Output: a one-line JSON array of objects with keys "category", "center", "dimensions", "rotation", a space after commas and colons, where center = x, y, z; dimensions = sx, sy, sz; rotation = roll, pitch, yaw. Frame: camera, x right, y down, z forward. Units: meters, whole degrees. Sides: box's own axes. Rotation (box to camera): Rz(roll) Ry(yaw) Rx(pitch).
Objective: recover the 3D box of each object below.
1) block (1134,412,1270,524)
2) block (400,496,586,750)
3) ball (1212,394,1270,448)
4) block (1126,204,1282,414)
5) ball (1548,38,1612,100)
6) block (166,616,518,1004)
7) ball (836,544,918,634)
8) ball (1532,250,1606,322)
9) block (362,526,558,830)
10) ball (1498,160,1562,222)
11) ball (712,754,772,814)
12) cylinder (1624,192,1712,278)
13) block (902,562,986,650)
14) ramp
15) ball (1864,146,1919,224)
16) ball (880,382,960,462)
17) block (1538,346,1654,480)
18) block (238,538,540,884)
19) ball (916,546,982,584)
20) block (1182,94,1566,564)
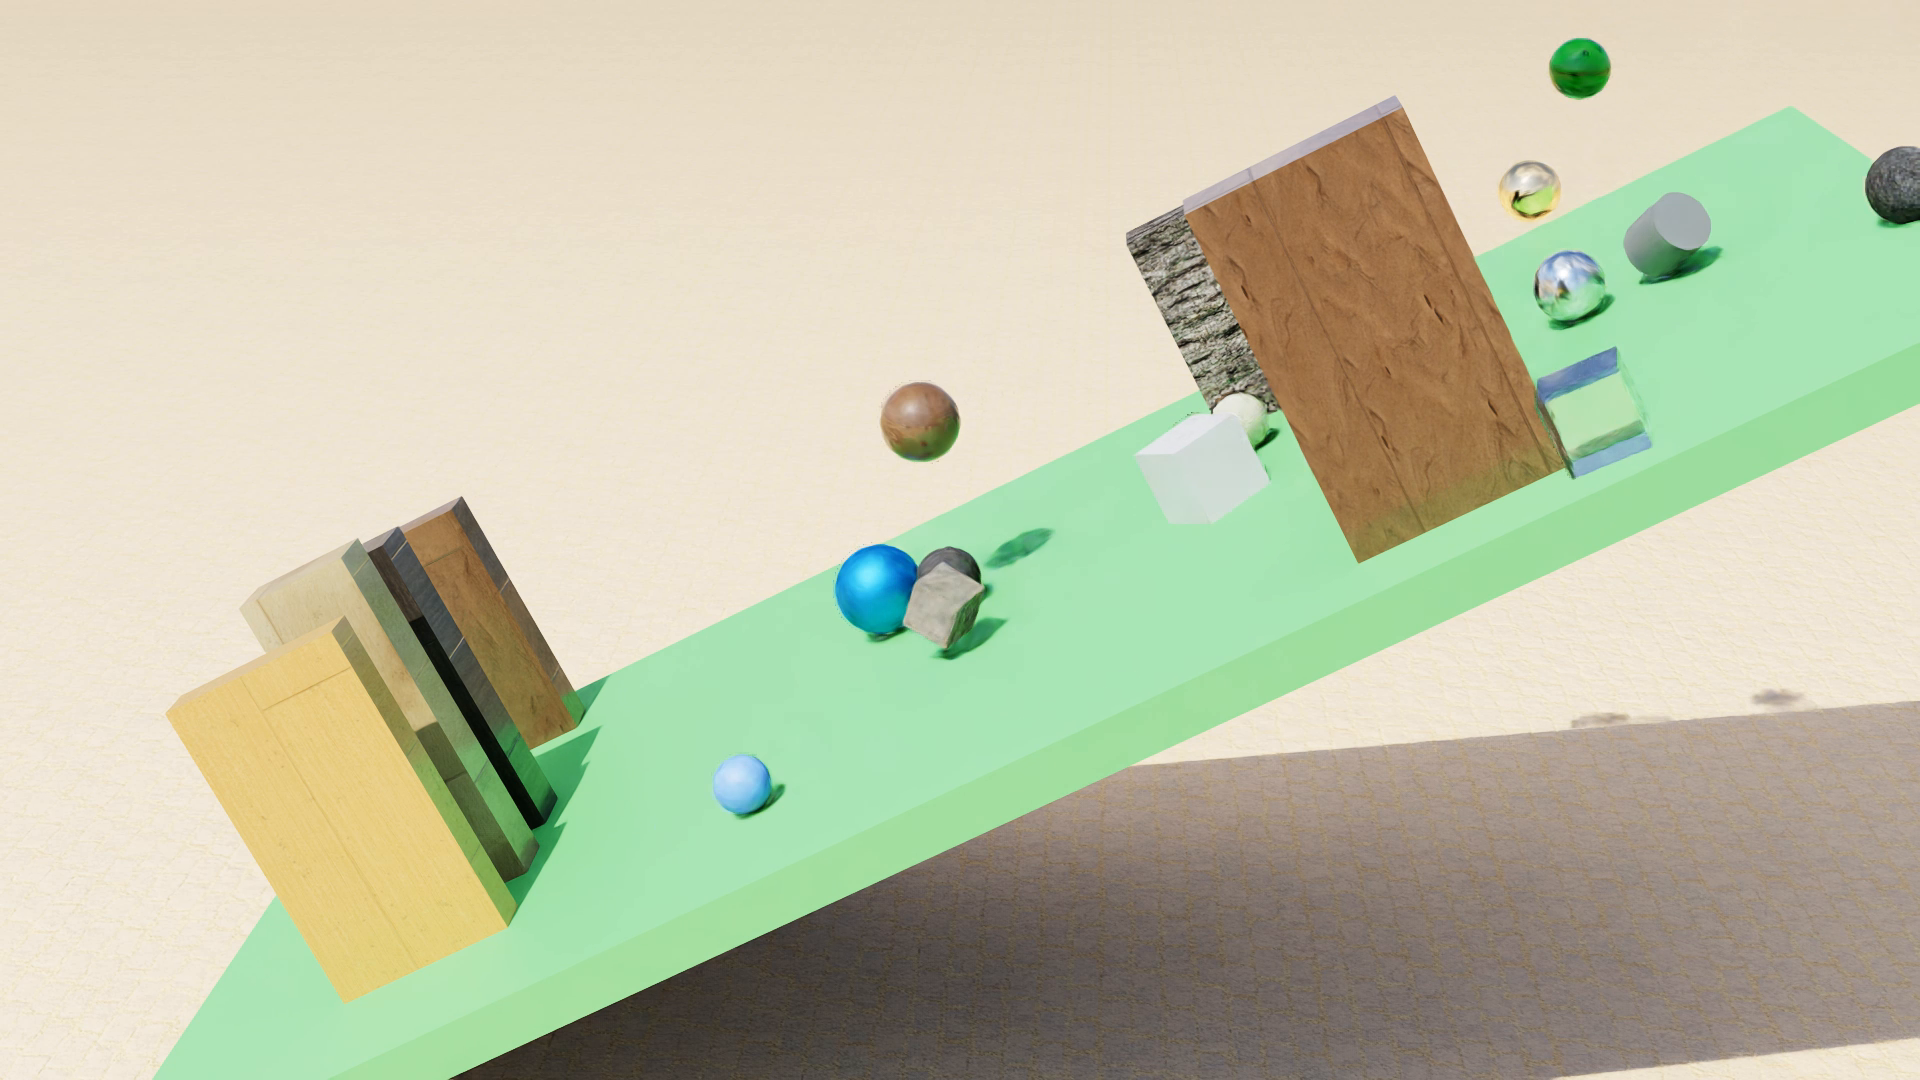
[{"category": "block", "center": [0.506, -0.149, 6.149], "dimensions": [0.169, 0.169, 0.169], "rotation": [-34, 15, -23]}, {"category": "block", "center": [-1.188, 0.235, 7.104], "dimensions": [0.290, 0.612, 0.120], "rotation": [-26, 14, 10]}, {"category": "ball", "center": [0.611, -0.256, 6.422], "dimensions": [0.129, 0.129, 0.129], "rotation": [0, 17, 0]}, {"category": "block", "center": [0.632, -0.535, 6.621], "dimensions": [0.332, 0.493, 0.139], "rotation": [-26, 14, 10]}, {"category": "ball", "center": [1.288, -0.979, 6.113], "dimensions": [0.127, 0.127, 0.127], "rotation": [0, 17, 0]}, {"category": "block", "center": [-1.232, 0.544, 5.886], "dimensions": [0.385, 0.697, 0.105], "rotation": [-26, 14, 10]}, {"category": "ball", "center": [-0.177, 0.108, 6.482], "dimensions": [0.197, 0.197, 0.197], "rotation": [0, 17, 0]}, {"category": "ball", "center": [1.263, -0.527, 6.097], "dimensions": [0.149, 0.149, 0.149], "rotation": [0, 17, 0]}, {"category": "block", "center": [-1.175, 0.346, 6.460], "dimensions": [0.241, 0.712, 0.148], "rotation": [-26, 14, 10]}, {"category": "ball", "center": [1.362, -0.833, 7.029], "dimensions": [0.148, 0.148, 0.148], "rotation": [0, 17, 0]}, {"category": "ball", "center": [-0.428, 0.481, 5.784], "dimensions": [0.117, 0.117, 0.117], "rotation": [0, 17, 0]}, {"category": "cylinder", "center": [1.452, -0.626, 6.040], "dimensions": [0.130, 0.130, 0.130], "rotation": [-5, -19, -17]}, {"category": "block", "center": [-0.033, 0.136, 6.076], "dimensions": [0.109, 0.109, 0.109], "rotation": [30, 37, 18]}, {"category": "ramp", "center": [0.140, 0.168, 6.281], "dimensions": [4.000, 0.100, 2.000], "rotation": [-26, 14, 10]}, {"category": "ball", "center": [1.814, -0.681, 5.642], "dimensions": [0.150, 0.150, 0.150], "rotation": [0, 17, 0]}, {"category": "ball", "center": [-0.085, -0.252, 6.295], "dimensions": [0.173, 0.173, 0.173], "rotation": [0, 17, 0]}, {"category": "block", "center": [1.133, -0.228, 5.251], "dimensions": [0.152, 0.152, 0.152], "rotation": [-23, 15, 19]}, {"category": "block", "center": [-1.191, 0.399, 6.173], "dimensions": [0.246, 0.772, 0.143], "rotation": [-26, 14, 10]}, {"category": "ball", "center": [-0.024, 0.086, 6.379], "dimensions": [0.143, 0.143, 0.143], "rotation": [0, 17, 0]}, {"category": "block", "center": [0.754, -0.377, 5.325], "dimensions": [0.423, 0.722, 0.148], "rotation": [-26, 14, 10]}]
